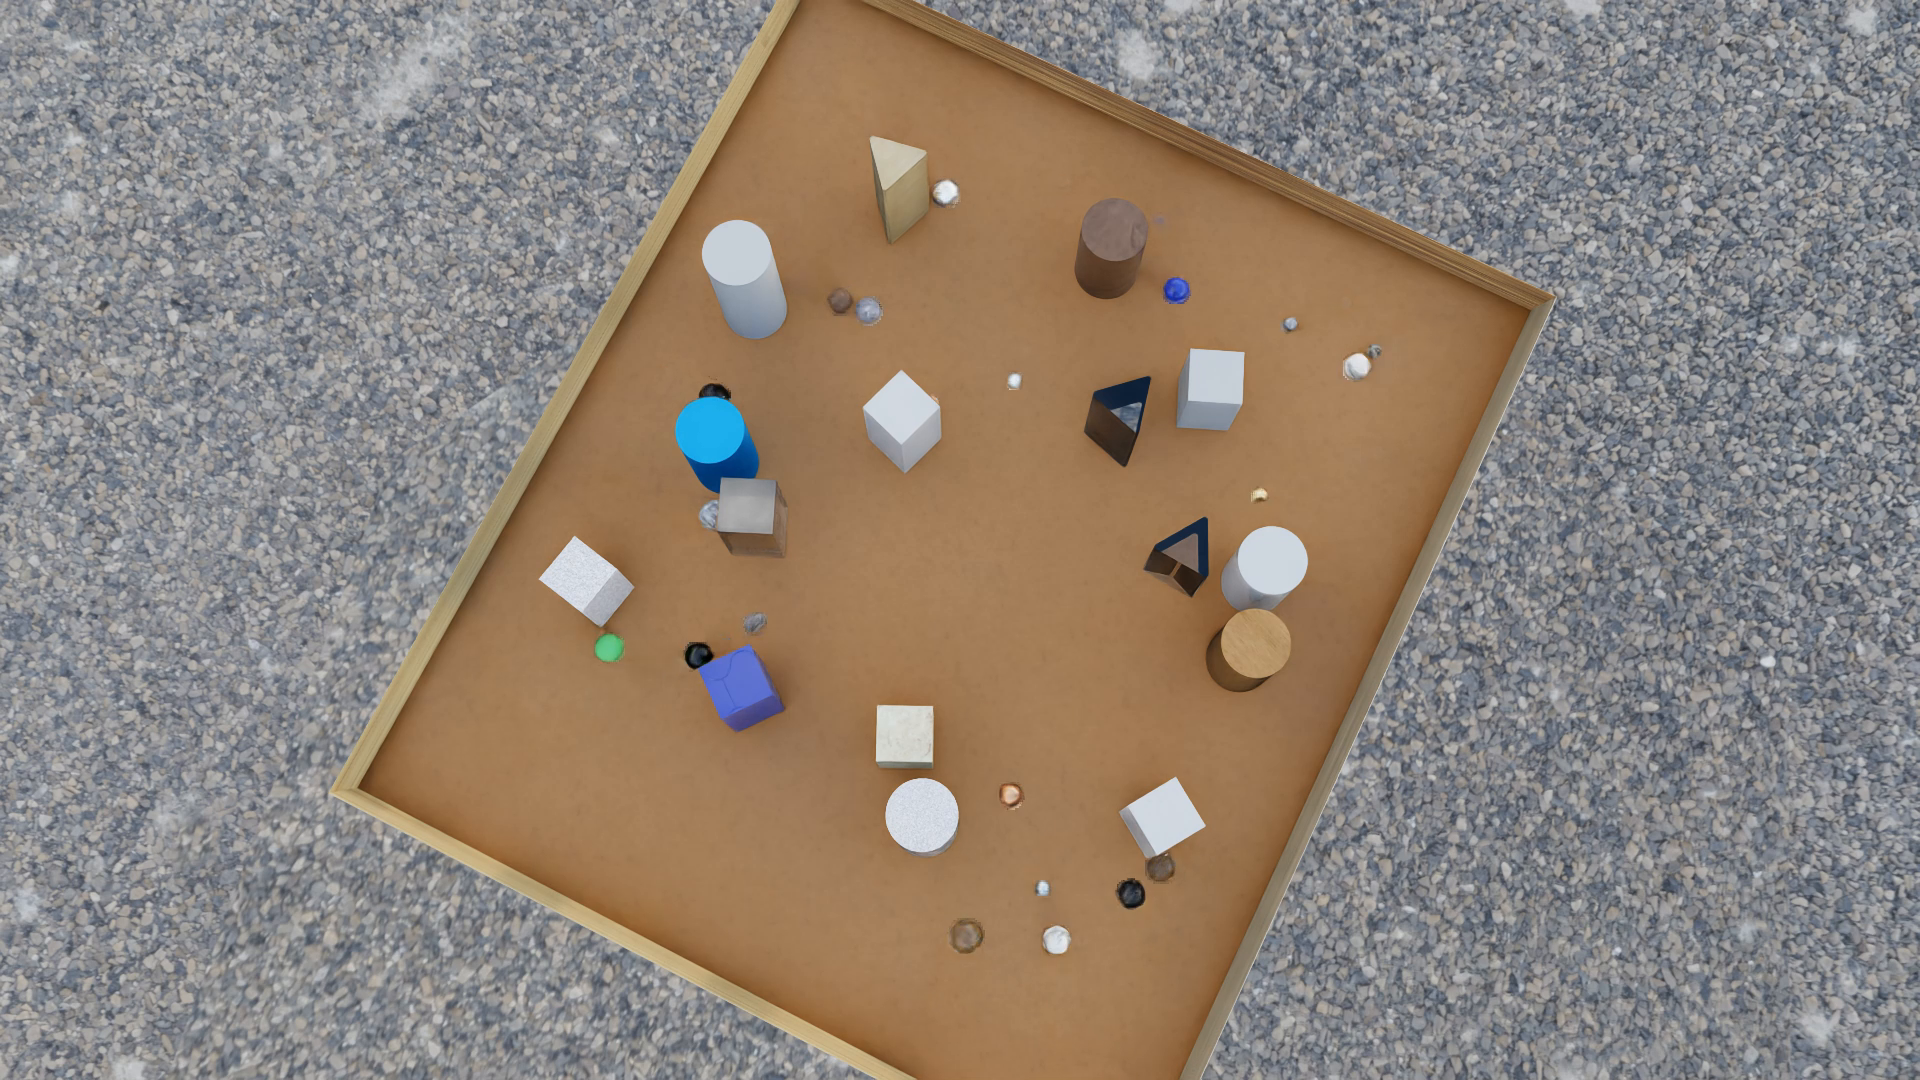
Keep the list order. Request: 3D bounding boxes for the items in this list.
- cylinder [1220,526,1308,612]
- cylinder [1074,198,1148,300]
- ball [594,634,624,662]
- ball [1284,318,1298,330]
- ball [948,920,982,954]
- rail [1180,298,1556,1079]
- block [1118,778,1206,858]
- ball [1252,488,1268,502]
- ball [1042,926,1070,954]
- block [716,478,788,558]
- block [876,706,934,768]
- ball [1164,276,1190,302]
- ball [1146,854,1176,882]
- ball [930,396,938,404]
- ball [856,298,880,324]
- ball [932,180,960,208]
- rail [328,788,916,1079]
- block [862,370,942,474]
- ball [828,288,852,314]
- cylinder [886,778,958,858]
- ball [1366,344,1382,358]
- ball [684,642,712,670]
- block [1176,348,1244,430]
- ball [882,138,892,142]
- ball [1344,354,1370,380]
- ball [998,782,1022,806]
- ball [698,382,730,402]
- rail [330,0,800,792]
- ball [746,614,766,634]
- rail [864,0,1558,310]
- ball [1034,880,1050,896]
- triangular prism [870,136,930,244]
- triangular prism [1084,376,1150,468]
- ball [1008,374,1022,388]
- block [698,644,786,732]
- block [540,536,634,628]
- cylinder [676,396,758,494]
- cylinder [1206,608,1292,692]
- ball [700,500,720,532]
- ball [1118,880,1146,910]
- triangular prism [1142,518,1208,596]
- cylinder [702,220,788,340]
[{"bbox_3d":[0.895,0.094,5.417,0.200,0.352,0.200,0,78,0],"label":"cylinder"},{"bbox_3d":[0.462,-0.891,5.627,0.200,0.341,0.200,0,78,0],"label":"cylinder"},{"bbox_3d":[-1.055,0.324,5.506,0.085,0.085,0.085,0,78,0],"label":"ball"},{"bbox_3d":[1.033,-0.676,5.735,0.042,0.042,0.042,0,78,0],"label":"ball"},{"bbox_3d":[0.017,1.152,5.327,0.099,0.099,0.099,0,78,0],"label":"ball"},{"bbox_3d":[1.146,0.568,5.432,0.045,0.130,3.001,26,80,5],"label":"rail"},{"bbox_3d":[0.580,0.806,5.295,0.160,0.303,0.160,-30,80,-6],"label":"block"},{"bbox_3d":[0.919,-0.138,5.622,0.046,0.046,0.046,0,78,0],"label":"ball"},{"bbox_3d":[0.281,1.165,5.334,0.081,0.081,0.081,0,78,0],"label":"ball"},{"bbox_3d":[-0.614,-0.063,5.448,0.160,0.357,0.160,3,78,1],"label":"block"},{"bbox_3d":[-0.159,0.580,5.374,0.160,0.241,0.160,1,78,0],"label":"block"},{"bbox_3d":[0.678,-0.785,5.739,0.079,0.079,0.079,0,78,0],"label":"ball"},{"bbox_3d":[0.590,0.961,5.375,0.084,0.084,0.084,0,78,0],"label":"ball"},{"bbox_3d":[-0.086,-0.426,5.683,0.042,0.042,0.042,0,78,0],"label":"ball"},{"bbox_3d":[-0.288,-0.717,5.725,0.079,0.079,0.079,0,78,0],"label":"ball"},{"bbox_3d":[-0.045,-1.093,5.779,0.087,0.087,0.087,0,78,0],"label":"ball"},{"bbox_3d":[-0.661,1.300,5.280,2.610,0.130,0.045,26,80,5],"label":"rail"},{"bbox_3d":[-0.171,-0.351,5.508,0.160,0.355,0.160,44,82,8],"label":"block"},{"bbox_3d":[-0.375,-0.748,5.732,0.078,0.078,0.078,0,78,0],"label":"ball"},{"bbox_3d":[-0.104,0.797,5.226,0.200,0.443,0.200,0,78,0],"label":"cylinder"},{"bbox_3d":[1.292,-0.590,5.716,0.045,0.045,0.045,0,78,0],"label":"ball"},{"bbox_3d":[-0.784,0.350,5.502,0.083,0.083,0.083,0,78,0],"label":"ball"},{"bbox_3d":[0.757,-0.453,5.558,0.160,0.299,0.160,4,78,1],"label":"block"},{"bbox_3d":[-0.241,-1.238,5.833,0.078,0.078,0.078,0,78,0],"label":"ball"},{"bbox_3d":[1.234,-0.539,5.688,0.079,0.079,0.079,0,78,0],"label":"ball"},{"bbox_3d":[0.150,0.754,5.425,0.070,0.070,0.070,0,78,0],"label":"ball"},{"bbox_3d":[-0.759,-0.438,5.659,0.095,0.095,0.095,0,78,0],"label":"ball"},{"bbox_3d":[-1.146,-0.554,5.664,0.045,0.130,3.001,26,80,5],"label":"rail"},{"bbox_3d":[-0.618,0.252,5.533,0.062,0.062,0.062,0,78,0],"label":"ball"},{"bbox_3d":[0.661,-1.287,5.816,2.610,0.130,0.045,26,80,5],"label":"rail"},{"bbox_3d":[0.242,1.023,5.381,0.046,0.046,0.046,0,78,0],"label":"ball"},{"bbox_3d":[-0.212,-1.094,5.618,0.173,0.442,0.150,-43,81,-8],"label":"triangular prism"},{"bbox_3d":[0.498,-0.377,5.486,0.173,0.409,0.150,43,81,8],"label":"triangular prism"},{"bbox_3d":[0.170,-0.496,5.696,0.045,0.045,0.045,0,78,0],"label":"ball"},{"bbox_3d":[-0.632,0.436,5.336,0.160,0.373,0.160,-25,79,-5],"label":"block"},{"bbox_3d":[-1.103,0.128,5.439,0.160,0.296,0.160,37,81,7],"label":"block"},{"bbox_3d":[-0.722,-0.278,5.476,0.200,0.389,0.200,0,78,0],"label":"cylinder"},{"bbox_3d":[0.842,0.327,5.378,0.200,0.335,0.200,0,78,0],"label":"cylinder"},{"bbox_3d":[-0.742,-0.073,5.579,0.100,0.100,0.100,0,78,0],"label":"ball"},{"bbox_3d":[0.502,1.038,5.359,0.083,0.083,0.083,0,78,0],"label":"ball"},{"bbox_3d":[0.671,0.033,5.431,0.173,0.349,0.150,30,80,6],"label":"triangular prism"},{"bbox_3d":[-0.644,-0.778,5.524,0.200,0.497,0.200,0,78,0],"label":"cylinder"}]
